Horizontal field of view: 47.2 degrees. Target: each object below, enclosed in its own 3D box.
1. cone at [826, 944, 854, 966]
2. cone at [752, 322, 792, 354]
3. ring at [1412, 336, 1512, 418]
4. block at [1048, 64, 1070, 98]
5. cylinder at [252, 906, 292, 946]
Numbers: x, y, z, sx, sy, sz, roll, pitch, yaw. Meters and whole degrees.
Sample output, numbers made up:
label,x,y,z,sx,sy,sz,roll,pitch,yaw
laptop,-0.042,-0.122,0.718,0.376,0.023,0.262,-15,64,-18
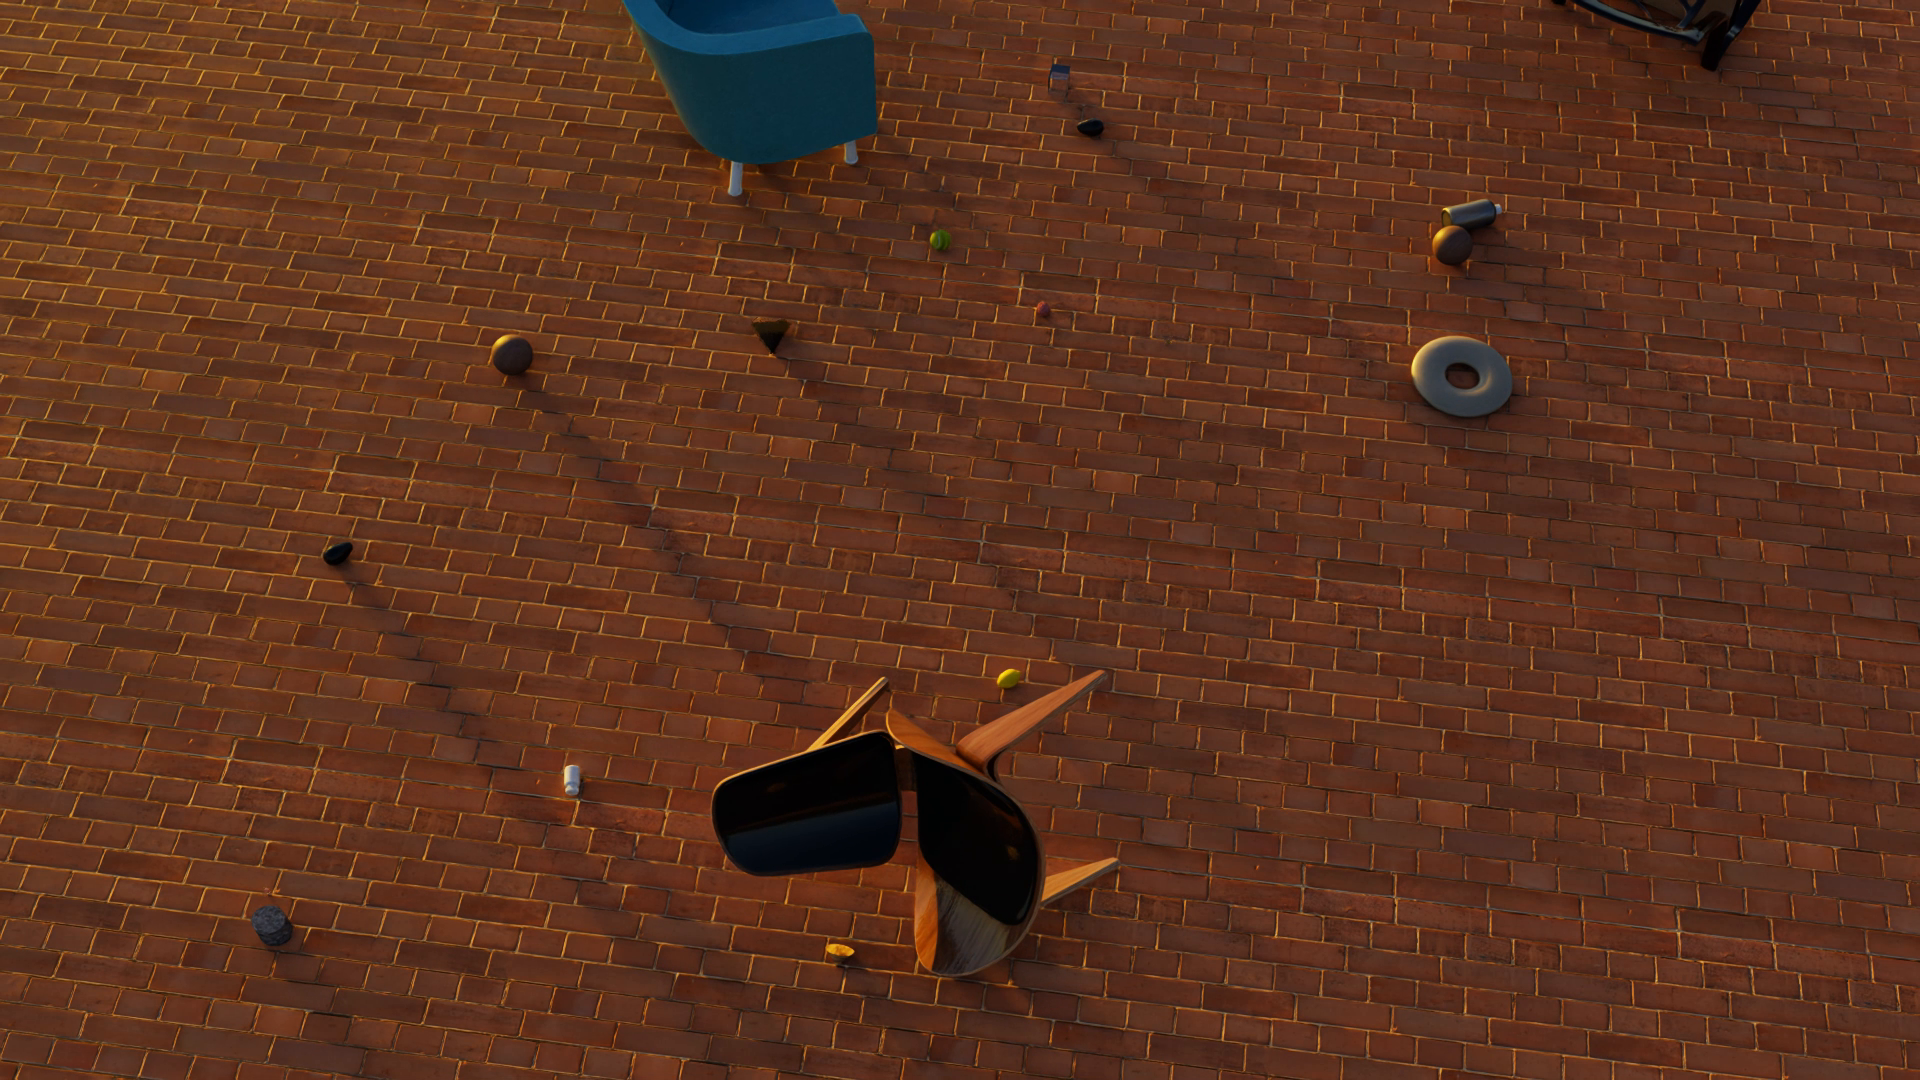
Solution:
label,x,y,z,sx,sy,sz,roll,pitch,yaw
cone,-0.322,1.106,5.813,0.076,0.084,0.047,15,99,18
cone,-0.596,-0.638,6.973,0.128,0.109,0.094,-3,87,14
ring,1.573,-0.513,6.891,0.315,0.045,0.322,-27,61,-17
block,0.342,-1.587,7.592,0.064,0.077,0.072,10,57,7
cylinder,-1.826,1.024,5.837,0.090,0.082,0.080,11,57,7
